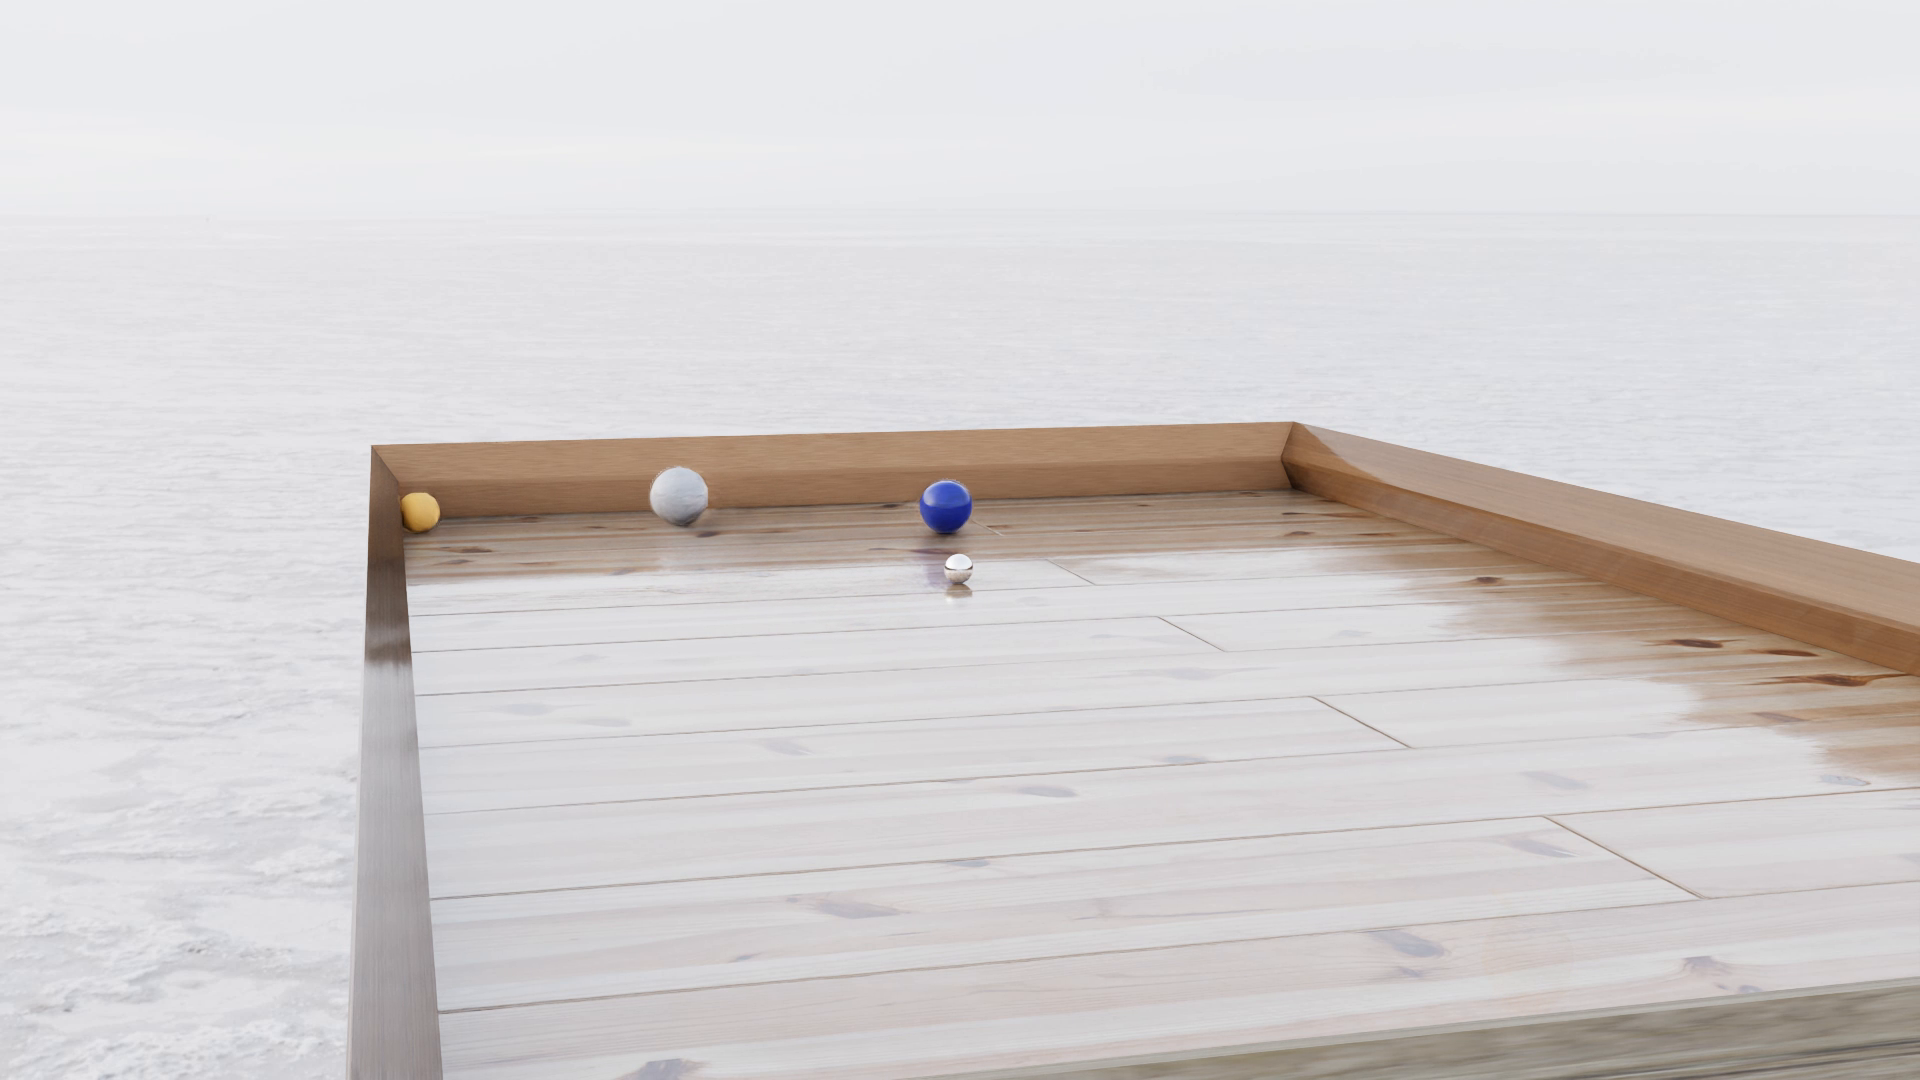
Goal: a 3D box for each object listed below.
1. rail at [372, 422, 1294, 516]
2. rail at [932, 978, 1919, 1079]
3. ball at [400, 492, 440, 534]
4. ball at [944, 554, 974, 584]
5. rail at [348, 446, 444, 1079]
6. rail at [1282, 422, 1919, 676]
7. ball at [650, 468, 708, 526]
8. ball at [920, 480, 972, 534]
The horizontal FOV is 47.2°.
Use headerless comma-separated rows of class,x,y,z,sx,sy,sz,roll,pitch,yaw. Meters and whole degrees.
rail,-0.182,-0.129,3.989,1.714,0.128,0.045,-2,9,-14
rail,0.557,0.286,1.193,1.714,0.128,0.045,-2,9,-14
ball,-0.895,-0.045,3.638,0.068,0.068,0.068,0,8,0
ball,-0.002,0.041,3.144,0.042,0.042,0.042,0,8,0
rail,-0.618,0.110,2.383,0.045,0.128,2.969,-2,9,-14
rail,0.994,0.048,2.800,0.045,0.128,2.969,-2,9,-14
ball,-0.475,-0.074,3.727,0.098,0.098,0.098,0,8,0
ball,-0.023,-0.055,3.634,0.087,0.087,0.087,0,8,0
